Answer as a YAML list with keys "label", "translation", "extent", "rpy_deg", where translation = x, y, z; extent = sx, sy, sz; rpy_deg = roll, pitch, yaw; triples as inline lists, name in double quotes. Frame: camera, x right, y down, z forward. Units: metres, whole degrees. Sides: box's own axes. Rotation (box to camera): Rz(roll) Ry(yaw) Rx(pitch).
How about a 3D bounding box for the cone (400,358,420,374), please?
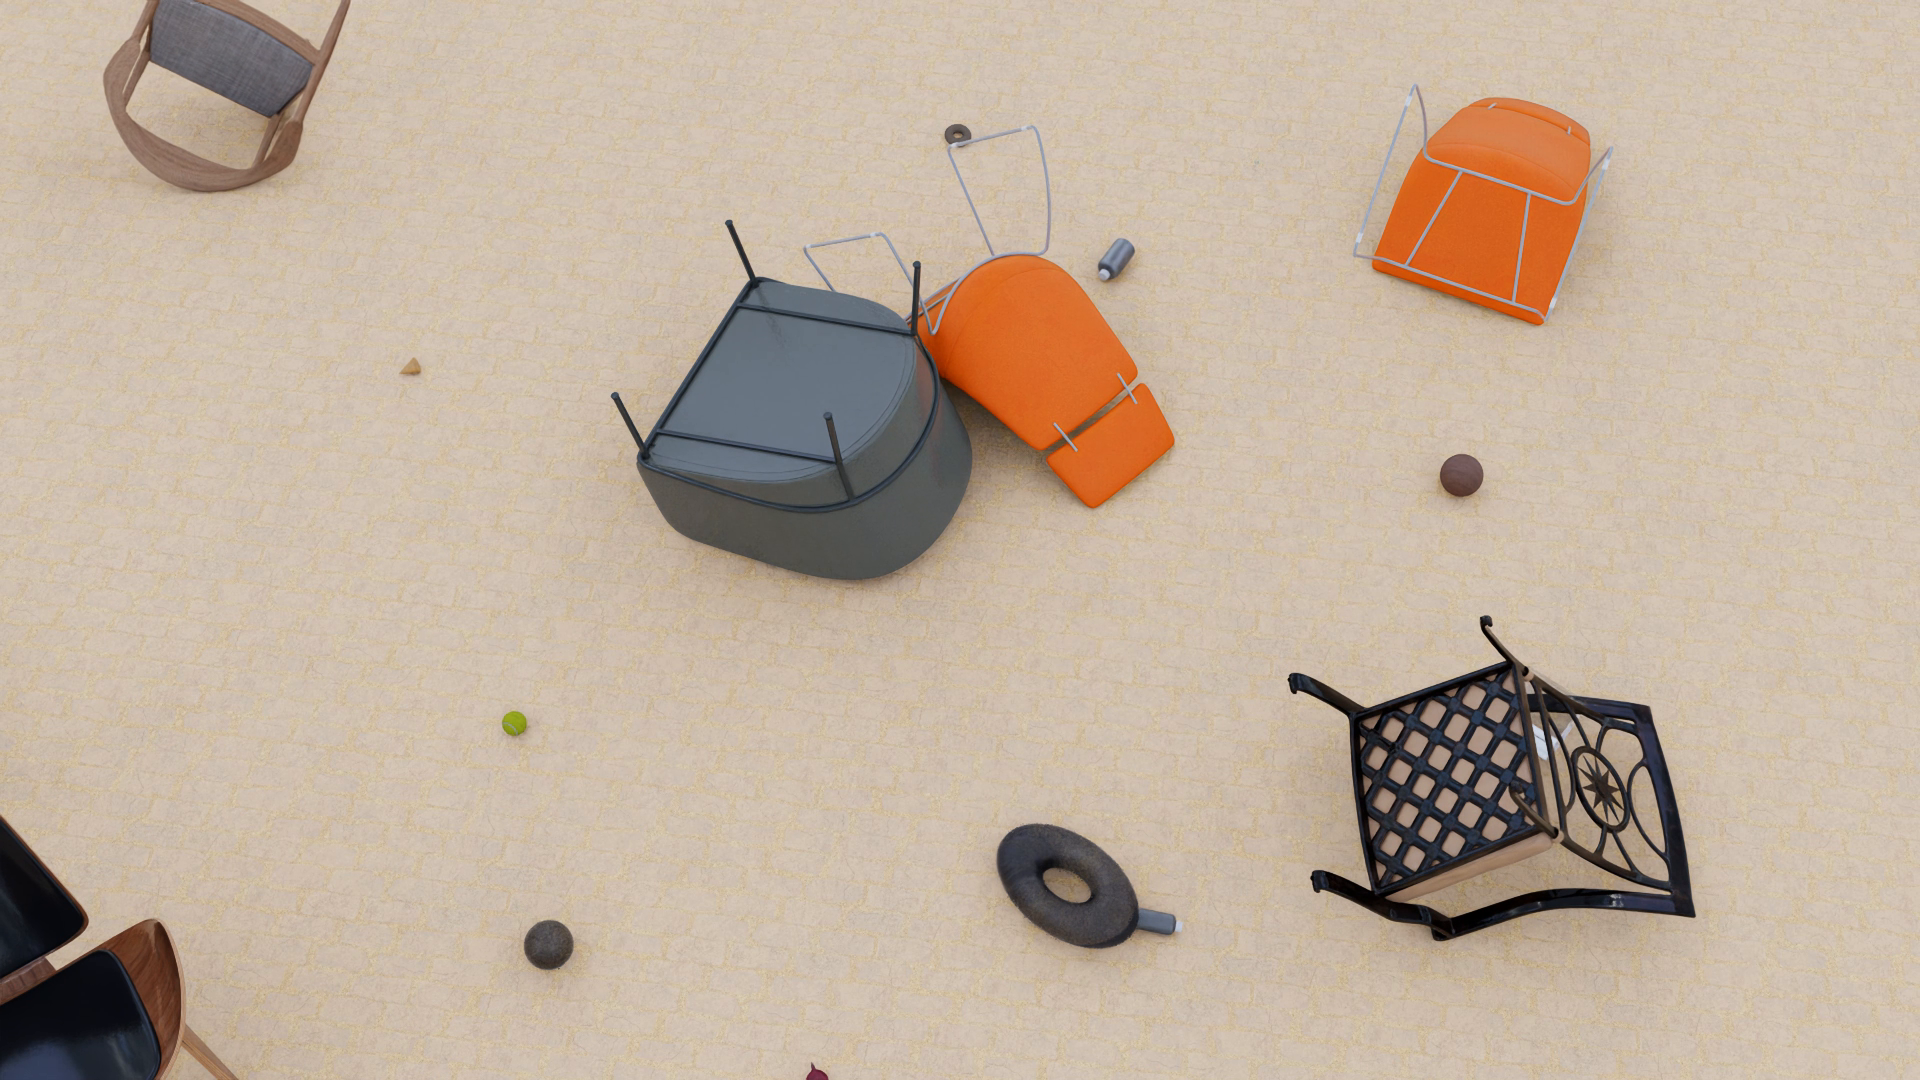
- label: "cone"
  translation: [-1.739, -0.537, 6.921]
  extent: [0.068, 0.045, 0.058]
  rpy_deg: [-25, 60, 5]

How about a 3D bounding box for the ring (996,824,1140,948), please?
- label: "ring"
  translation: [0.286, 0.923, 5.877]
  extent: [0.448, 0.116, 0.279]
  rpy_deg: [35, 63, 27]

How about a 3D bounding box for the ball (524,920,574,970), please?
- label: "ball"
  translation: [-1.081, 1.065, 5.781]
  extent: [0.131, 0.131, 0.131]
  rpy_deg: [0, 56, 0]

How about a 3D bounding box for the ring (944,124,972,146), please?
- label: "ring"
  translation: [-0.007, -1.377, 7.484]
  extent: [0.091, 0.025, 0.102]
  rpy_deg: [-11, 56, -8]

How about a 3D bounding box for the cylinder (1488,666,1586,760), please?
- label: "cylinder"
  translation: [1.616, 0.484, 6.149]
  extent: [0.184, 0.164, 0.229]
  rpy_deg: [33, 51, 20]
